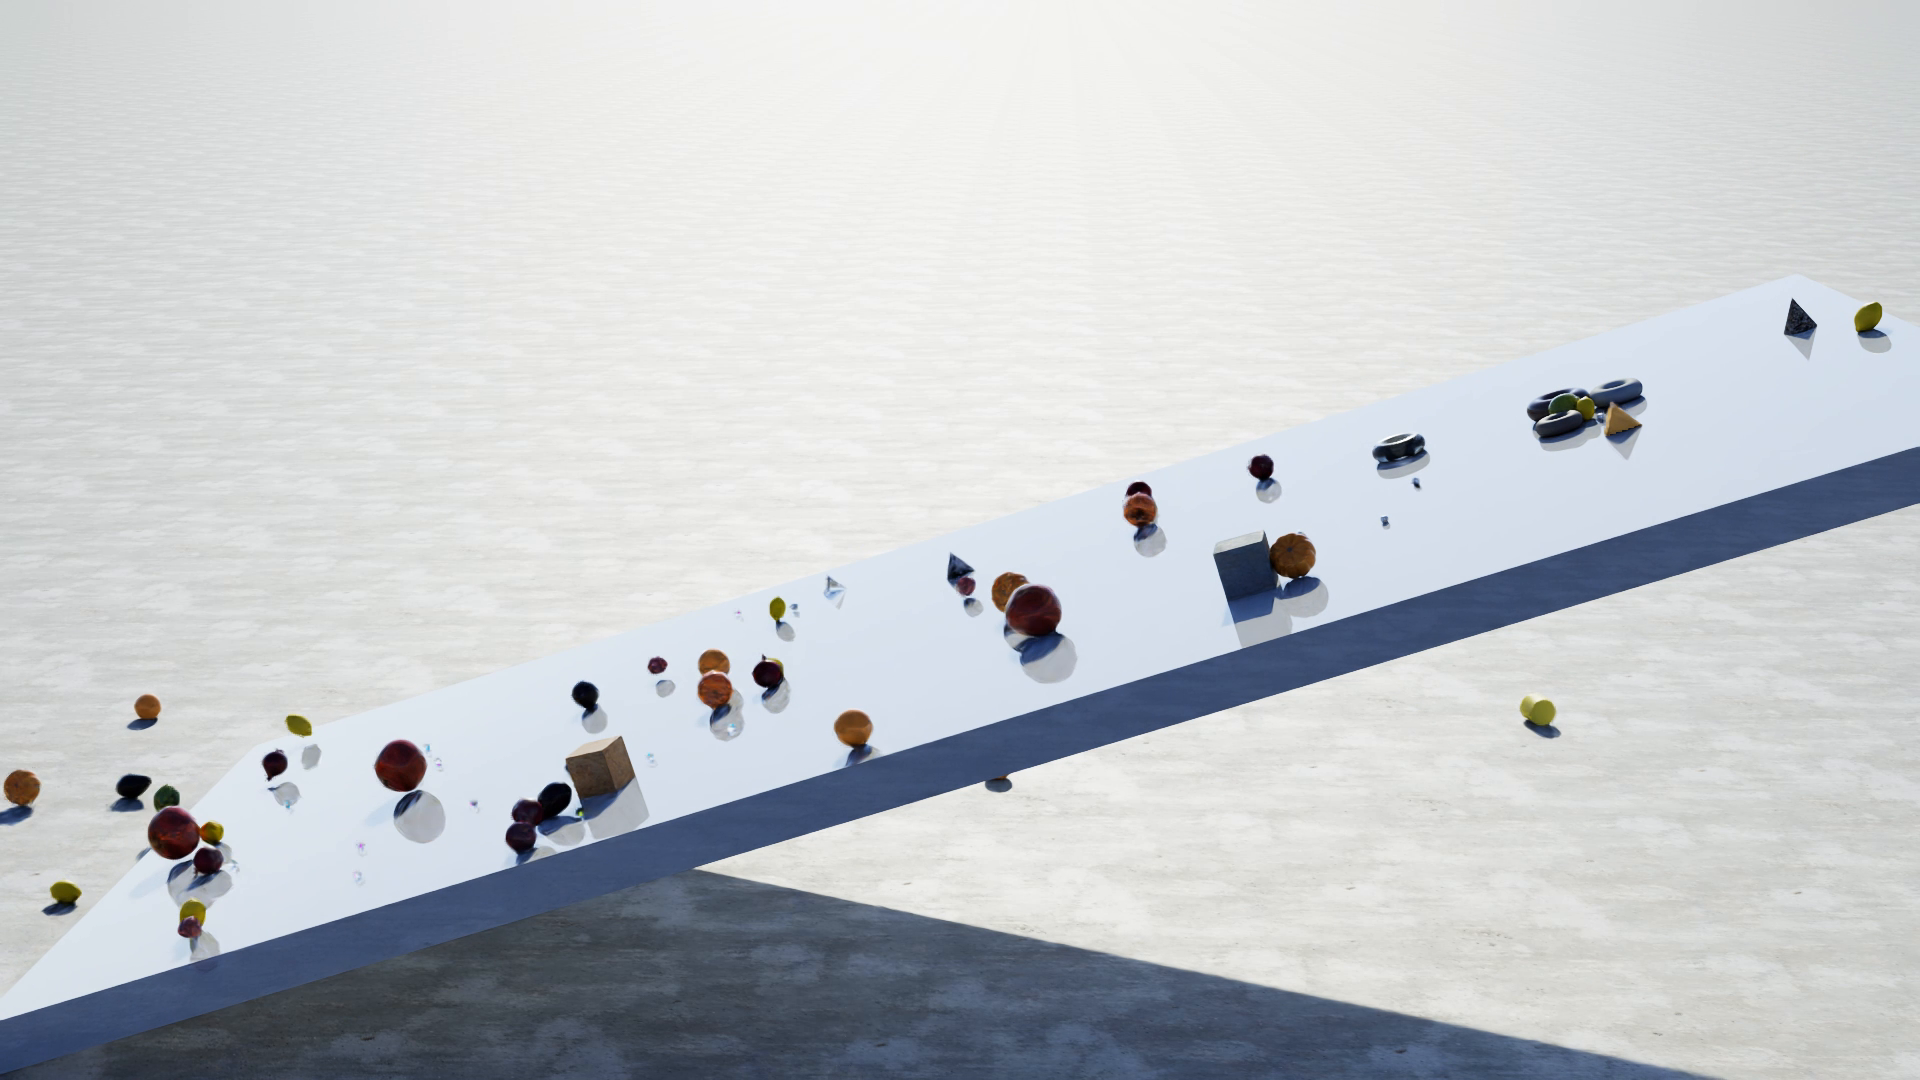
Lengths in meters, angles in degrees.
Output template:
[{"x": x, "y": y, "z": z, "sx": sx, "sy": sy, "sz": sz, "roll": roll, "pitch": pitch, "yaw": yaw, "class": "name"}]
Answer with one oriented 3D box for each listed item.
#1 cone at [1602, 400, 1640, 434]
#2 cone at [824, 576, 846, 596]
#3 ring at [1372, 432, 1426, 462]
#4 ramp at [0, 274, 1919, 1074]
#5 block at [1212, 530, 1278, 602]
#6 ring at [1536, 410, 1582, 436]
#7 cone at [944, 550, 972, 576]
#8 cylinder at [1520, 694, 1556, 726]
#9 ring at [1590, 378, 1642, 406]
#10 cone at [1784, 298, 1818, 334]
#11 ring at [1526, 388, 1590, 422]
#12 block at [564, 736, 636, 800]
[{"x": 1.363, "y": -0.241, "z": 6.023, "sx": 0.072, "sy": 0.072, "sz": 0.072, "roll": 16, "pitch": 12, "yaw": -1, "class": "cone"}, {"x": -0.293, "y": 0.112, "z": 7.008, "sx": 0.050, "sy": 0.050, "sz": 0.050, "roll": 8, "pitch": 10, "yaw": -11, "class": "cone"}, {"x": 0.967, "y": -0.205, "z": 6.483, "sx": 0.121, "sy": 0.040, "sz": 0.121, "roll": -16, "pitch": 11, "yaw": 3, "class": "ring"}, {"x": 0.099, "y": 0.183, "z": 6.312, "sx": 4.000, "sy": 0.100, "sz": 2.000, "roll": -17, "pitch": 10, "yaw": 5, "class": "ramp"}, {"x": 0.553, "y": 0.049, "z": 5.690, "sx": 0.098, "sy": 0.098, "sz": 0.098, "roll": -16, "pitch": 11, "yaw": 12, "class": "block"}, {"x": 1.265, "y": -0.246, "z": 6.208, "sx": 0.101, "sy": 0.034, "sz": 0.101, "roll": -18, "pitch": 9, "yaw": 3, "class": "ring"}, {"x": 0.005, "y": 0.064, "z": 6.739, "sx": 0.063, "sy": 0.063, "sz": 0.063, "roll": 23, "pitch": 6, "yaw": -15, "class": "cone"}, {"x": 1.581, "y": 0.464, "z": 8.048, "sx": 0.073, "sy": 0.073, "sz": 0.073, "roll": -3, "pitch": 11, "yaw": -13, "class": "cylinder"}, {"x": 1.410, "y": -0.317, "z": 6.323, "sx": 0.116, "sy": 0.039, "sz": 0.116, "roll": -17, "pitch": 11, "yaw": 3, "class": "ring"}, {"x": 1.833, "y": -0.497, "z": 6.446, "sx": 0.074, "sy": 0.074, "sz": 0.074, "roll": -17, "pitch": 10, "yaw": 3, "class": "cone"}, {"x": 1.296, "y": -0.293, "z": 6.368, "sx": 0.141, "sy": 0.047, "sz": 0.141, "roll": -17, "pitch": 9, "yaw": 3, "class": "ring"}, {"x": -0.706, "y": 0.446, "z": 5.778, "sx": 0.087, "sy": 0.087, "sz": 0.087, "roll": -14, "pitch": 11, "yaw": 23, "class": "block"}]
